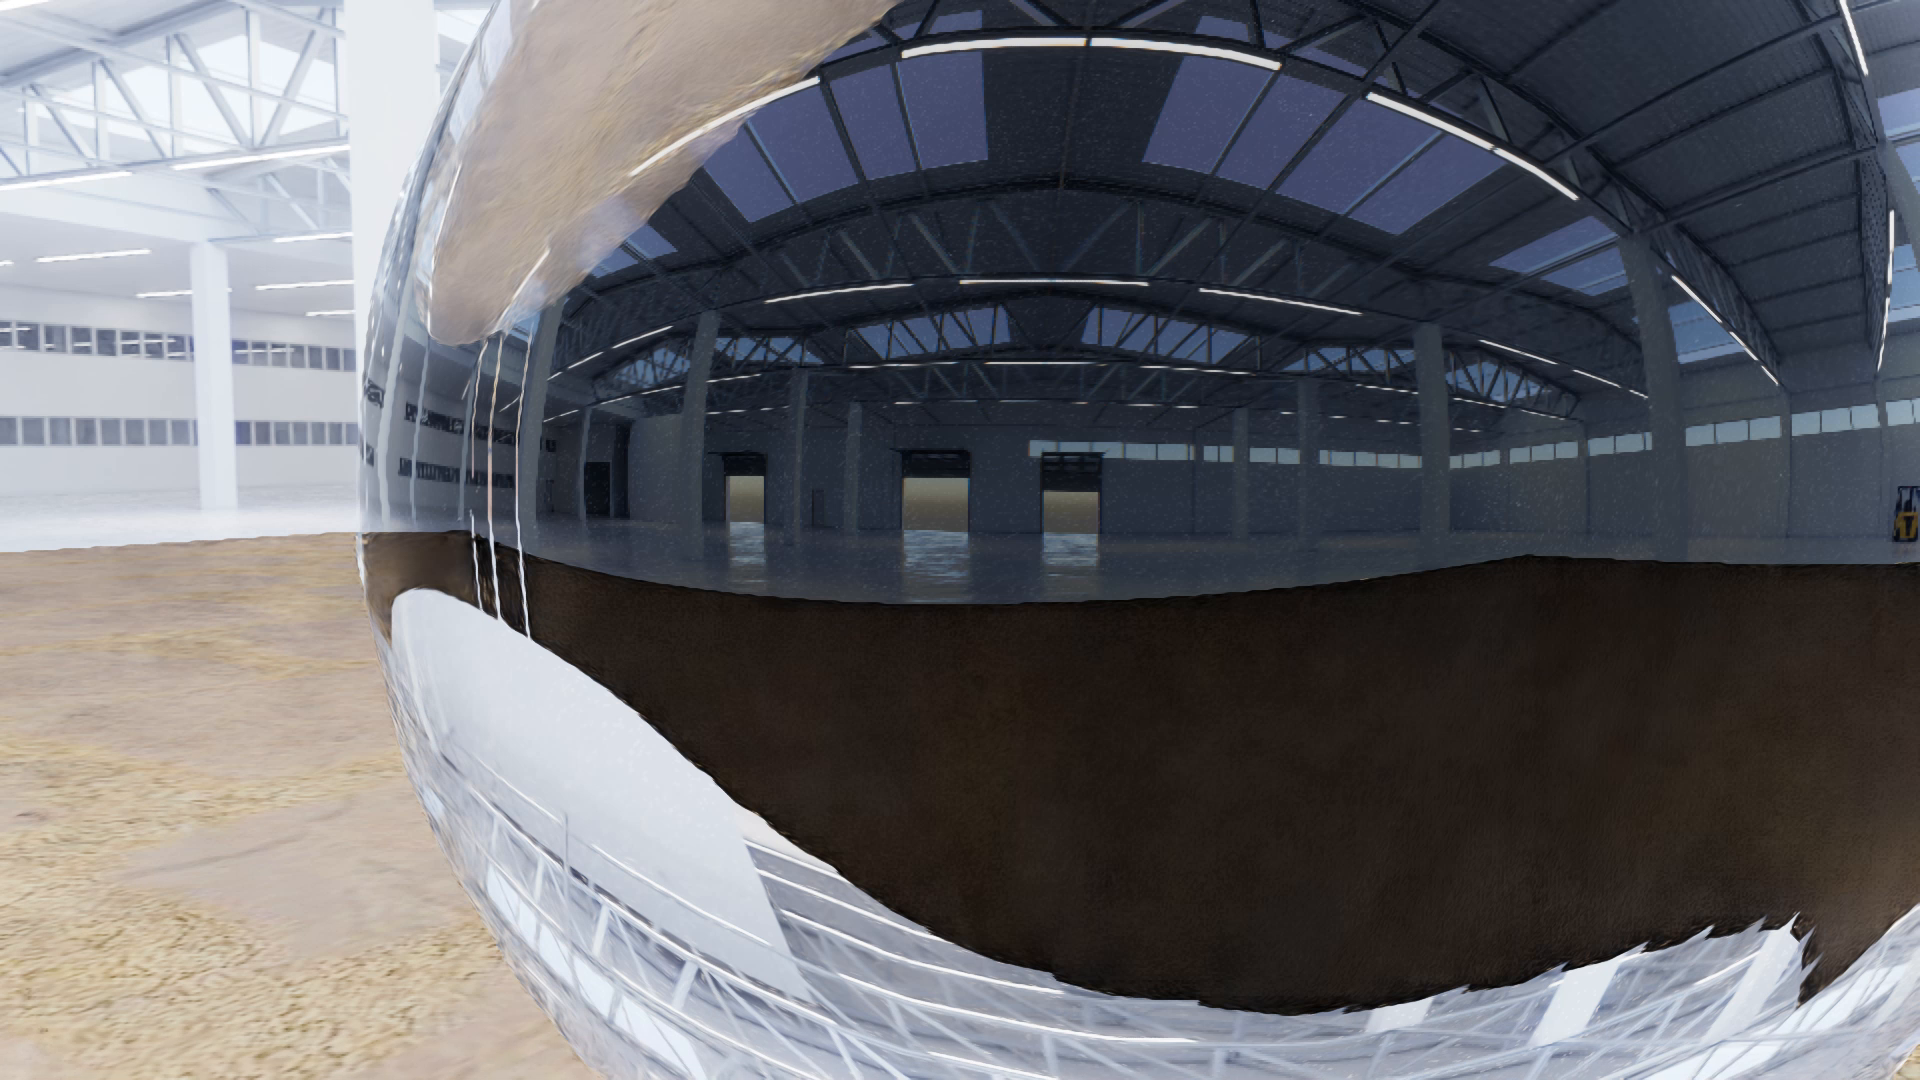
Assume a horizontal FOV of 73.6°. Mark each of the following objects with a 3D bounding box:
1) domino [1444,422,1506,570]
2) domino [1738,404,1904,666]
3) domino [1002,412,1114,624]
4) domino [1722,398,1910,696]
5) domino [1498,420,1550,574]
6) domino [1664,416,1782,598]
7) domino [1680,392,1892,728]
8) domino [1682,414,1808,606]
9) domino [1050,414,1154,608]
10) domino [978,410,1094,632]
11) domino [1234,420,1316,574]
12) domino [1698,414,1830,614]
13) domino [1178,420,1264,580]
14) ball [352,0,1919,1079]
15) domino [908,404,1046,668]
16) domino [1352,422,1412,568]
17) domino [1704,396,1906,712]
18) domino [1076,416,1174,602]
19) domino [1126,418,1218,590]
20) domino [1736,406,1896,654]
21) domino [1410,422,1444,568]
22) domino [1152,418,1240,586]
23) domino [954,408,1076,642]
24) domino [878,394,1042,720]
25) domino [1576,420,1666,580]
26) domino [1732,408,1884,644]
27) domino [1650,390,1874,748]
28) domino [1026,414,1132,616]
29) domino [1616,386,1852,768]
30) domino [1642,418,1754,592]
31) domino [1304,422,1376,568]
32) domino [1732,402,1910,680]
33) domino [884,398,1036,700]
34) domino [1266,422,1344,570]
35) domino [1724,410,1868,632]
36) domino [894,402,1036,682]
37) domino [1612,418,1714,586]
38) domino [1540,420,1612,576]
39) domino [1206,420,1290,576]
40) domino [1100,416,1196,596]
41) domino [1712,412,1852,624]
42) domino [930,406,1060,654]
[{"bbox_3d":[0.178,-0.016,0.443,0.025,0.050,0.009,-4,6,-44],"label":"domino"},{"bbox_3d":[0.169,-0.001,0.254,0.025,0.050,0.009,3,5,32],"label":"domino"},{"bbox_3d":[0.024,-0.006,0.311,0.025,0.050,0.010,2,5,23],"label":"domino"},{"bbox_3d":[0.151,0.001,0.227,0.025,0.050,0.010,3,5,38],"label":"domino"},{"bbox_3d":[0.190,-0.015,0.432,0.009,0.050,0.025,3,5,36],"label":"domino"},{"bbox_3d":[0.213,-0.009,0.359,0.025,0.050,0.010,1,4,11],"label":"domino"},{"bbox_3d":[0.130,0.002,0.202,0.025,0.050,0.010,4,6,43],"label":"domino"},{"bbox_3d":[0.209,-0.008,0.343,0.025,0.050,0.009,1,4,15],"label":"domino"},{"bbox_3d":[0.038,-0.008,0.341,0.025,0.050,0.009,2,5,28],"label":"domino"},{"bbox_3d":[0.017,-0.005,0.296,0.025,0.050,0.009,2,5,21],"label":"domino"},{"bbox_3d":[0.106,-0.015,0.432,0.010,0.050,0.025,-4,6,-42],"label":"domino"},{"bbox_3d":[0.205,-0.007,0.327,0.025,0.050,0.009,1,5,18],"label":"domino"},{"bbox_3d":[0.083,-0.013,0.409,0.025,0.050,0.009,4,6,41],"label":"domino"},{"bbox_3d":[0.011,-0.003,0.070,0.080,0.080,0.080,0,4,0],"label":"ball"},{"bbox_3d":[0.003,-0.001,0.249,0.025,0.050,0.009,1,4,12],"label":"domino"},{"bbox_3d":[0.149,-0.016,0.454,0.009,0.050,0.025,-1,4,-7],"label":"domino"},{"bbox_3d":[0.141,0.001,0.214,0.025,0.050,0.009,4,6,41],"label":"domino"},{"bbox_3d":[0.046,-0.009,0.355,0.025,0.050,0.009,2,5,30],"label":"domino"},{"bbox_3d":[0.063,-0.011,0.383,0.025,0.050,0.009,3,5,35],"label":"domino"},{"bbox_3d":[0.178,-0.003,0.268,0.025,0.050,0.009,2,5,30],"label":"domino"},{"bbox_3d":[0.165,-0.016,0.453,0.010,0.050,0.025,2,5,21],"label":"domino"},{"bbox_3d":[0.073,-0.012,0.396,0.025,0.050,0.009,3,5,38],"label":"domino"},{"bbox_3d":[0.012,-0.004,0.281,0.025,0.050,0.009,1,5,18],"label":"domino"},{"bbox_3d":[0.000,0.002,0.201,0.025,0.050,0.009,0,4,0],"label":"domino"},{"bbox_3d":[0.210,-0.013,0.407,0.025,0.050,0.010,-2,5,-22],"label":"domino"},{"bbox_3d":[0.186,-0.004,0.282,0.025,0.050,0.009,2,5,27],"label":"domino"},{"bbox_3d":[0.118,0.003,0.190,0.025,0.050,0.010,4,6,44],"label":"domino"},{"bbox_3d":[0.030,-0.007,0.326,0.025,0.050,0.009,2,5,26],"label":"domino"},{"bbox_3d":[0.107,0.004,0.178,0.025,0.050,0.009,4,6,42],"label":"domino"},{"bbox_3d":[0.215,-0.011,0.375,0.025,0.050,0.009,0,4,3],"label":"domino"},{"bbox_3d":[0.133,-0.016,0.450,0.009,0.050,0.025,-2,5,-21],"label":"domino"},{"bbox_3d":[0.161,0.000,0.240,0.025,0.050,0.009,3,5,34],"label":"domino"},{"bbox_3d":[0.000,0.001,0.217,0.025,0.050,0.009,0,4,2],"label":"domino"},{"bbox_3d":[0.119,-0.016,0.442,0.009,0.050,0.025,-3,5,-34],"label":"domino"},{"bbox_3d":[0.193,-0.005,0.297,0.025,0.050,0.009,2,5,24],"label":"domino"},{"bbox_3d":[0.001,0.000,0.233,0.025,0.050,0.009,0,4,5],"label":"domino"},{"bbox_3d":[0.214,-0.012,0.391,0.025,0.050,0.010,-1,4,-10],"label":"domino"},{"bbox_3d":[0.202,-0.014,0.421,0.025,0.050,0.009,-3,5,-37],"label":"domino"},{"bbox_3d":[0.094,-0.014,0.421,0.025,0.050,0.009,4,6,44],"label":"domino"},{"bbox_3d":[0.054,-0.010,0.369,0.025,0.050,0.009,3,5,32],"label":"domino"},{"bbox_3d":[0.199,-0.006,0.312,0.025,0.050,0.009,2,5,21],"label":"domino"},{"bbox_3d":[0.007,-0.002,0.265,0.025,0.050,0.009,1,4,15],"label":"domino"}]
